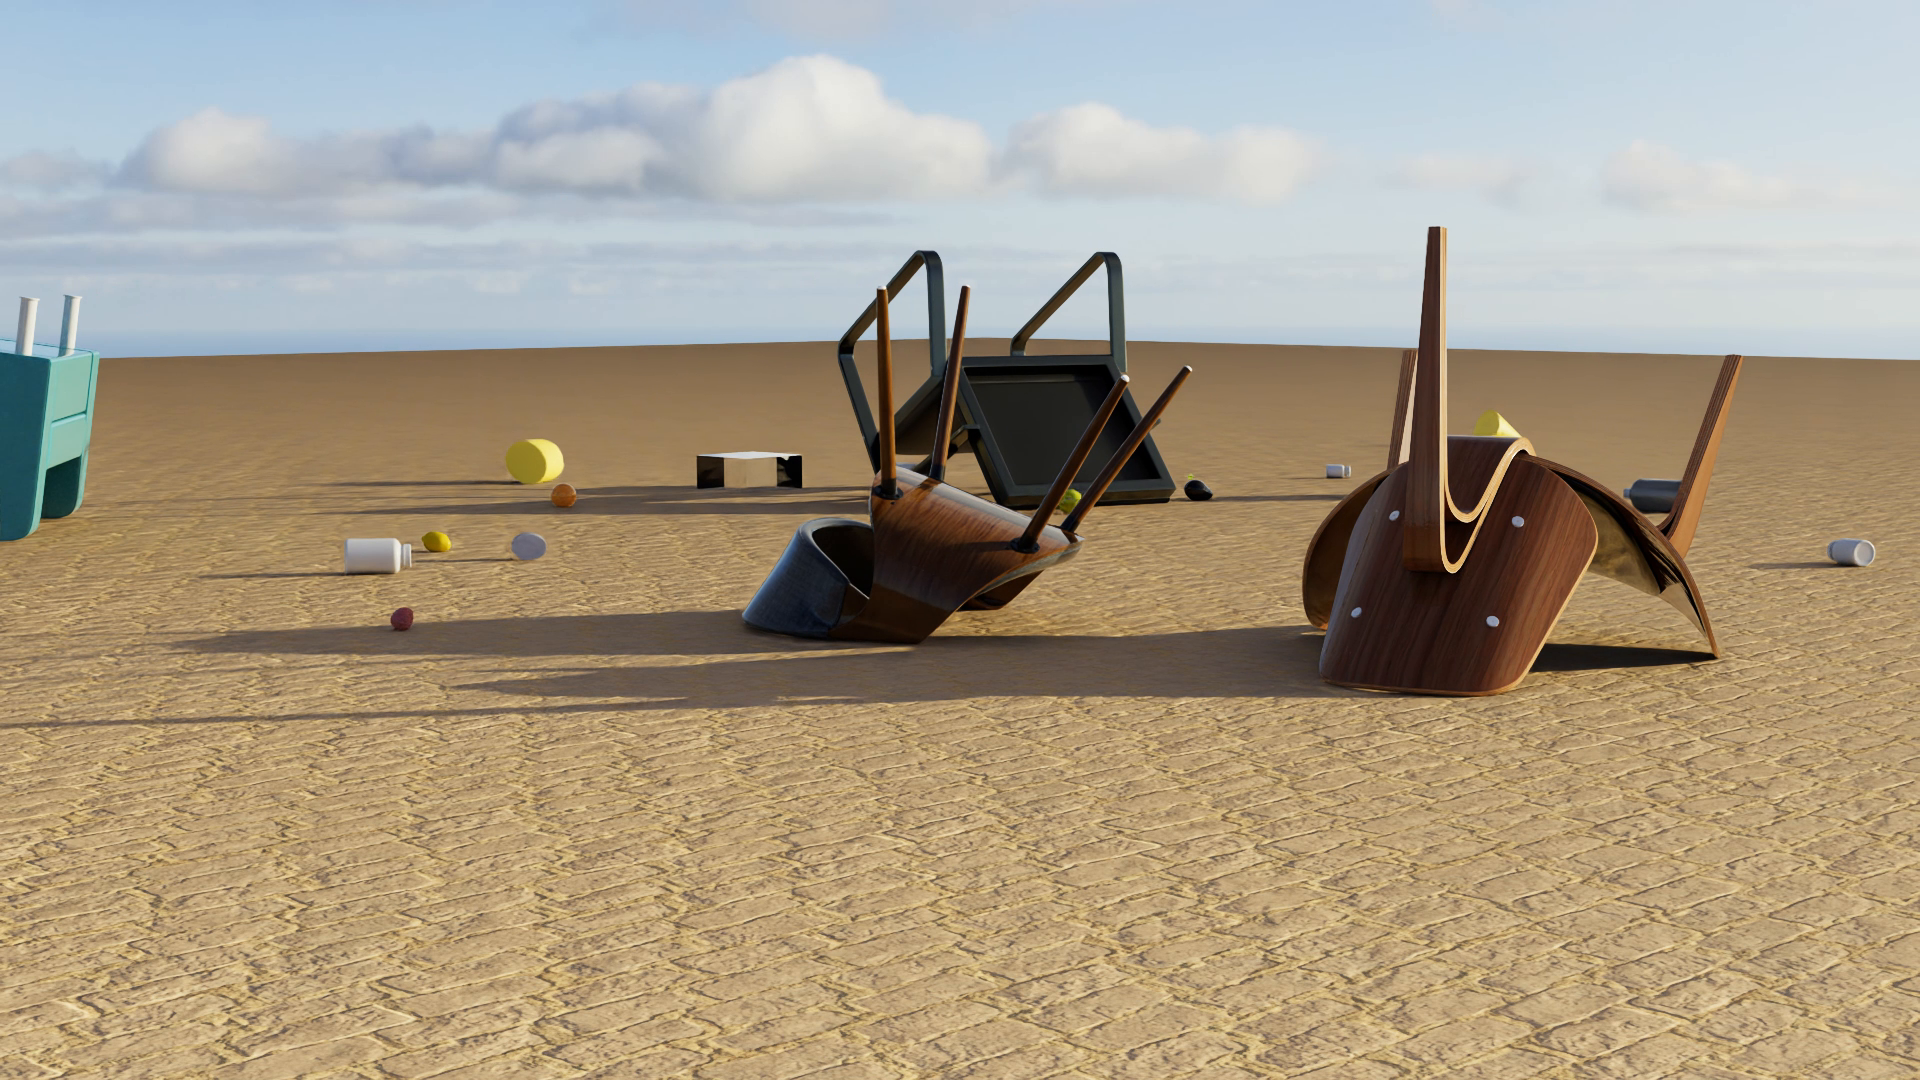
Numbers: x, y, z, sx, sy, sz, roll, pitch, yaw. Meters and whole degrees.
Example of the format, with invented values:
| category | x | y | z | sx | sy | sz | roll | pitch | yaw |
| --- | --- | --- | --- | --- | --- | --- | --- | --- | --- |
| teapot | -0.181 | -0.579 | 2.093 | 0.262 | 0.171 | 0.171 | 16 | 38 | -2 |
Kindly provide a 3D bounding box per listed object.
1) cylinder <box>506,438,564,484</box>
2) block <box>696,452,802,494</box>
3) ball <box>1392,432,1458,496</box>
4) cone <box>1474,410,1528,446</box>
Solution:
| category | x | y | z | sx | sy | sz | roll | pitch | yaw |
| --- | --- | --- | --- | --- | --- | --- | --- | --- | --- |
| cylinder | -1.356 | -0.251 | 8.182 | 0.147 | 0.129 | 0.136 | 42 | 14 | 7 |
| block | -0.652 | -0.211 | 7.950 | 0.224 | 0.105 | 0.236 | 5 | 8 | 42 |
| ball | 1.394 | -0.228 | 7.688 | 0.192 | 0.192 | 0.192 | 0 | 6 | 0 |
| cone | 2.137 | -0.406 | 10.011 | 0.205 | 0.144 | 0.164 | 19 | 19 | -22 |
